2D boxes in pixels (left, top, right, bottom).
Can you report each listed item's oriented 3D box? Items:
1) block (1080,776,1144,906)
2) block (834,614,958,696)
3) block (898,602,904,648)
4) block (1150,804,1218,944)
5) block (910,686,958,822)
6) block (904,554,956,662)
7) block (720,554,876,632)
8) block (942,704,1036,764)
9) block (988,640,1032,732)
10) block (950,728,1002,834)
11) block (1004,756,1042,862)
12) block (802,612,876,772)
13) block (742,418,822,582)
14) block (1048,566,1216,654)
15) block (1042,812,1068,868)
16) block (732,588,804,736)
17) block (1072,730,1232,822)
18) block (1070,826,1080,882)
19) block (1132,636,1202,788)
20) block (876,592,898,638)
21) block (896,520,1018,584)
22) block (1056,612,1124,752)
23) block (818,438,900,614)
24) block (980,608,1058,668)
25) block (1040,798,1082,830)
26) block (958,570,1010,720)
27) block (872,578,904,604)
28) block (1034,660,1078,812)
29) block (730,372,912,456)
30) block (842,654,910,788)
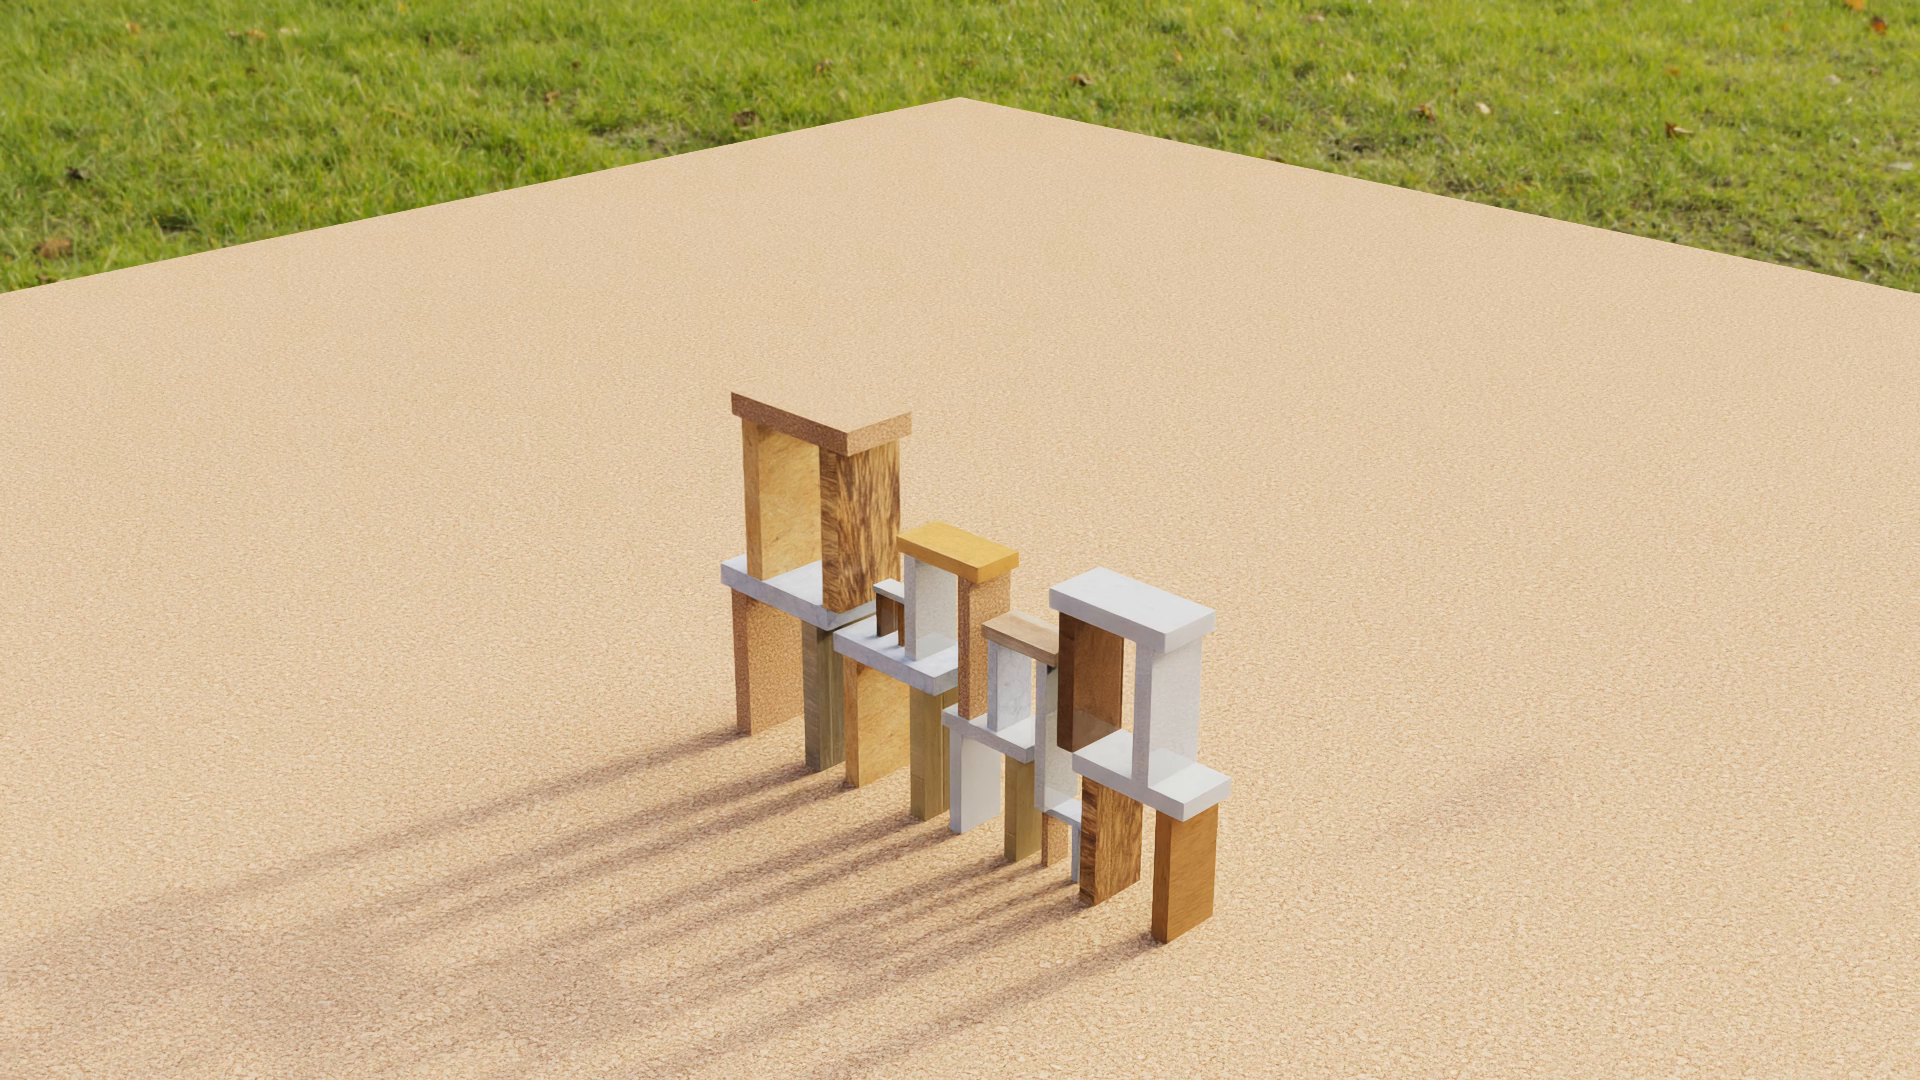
[{"bbox_3d":[0.286,0.543,4.139,0.038,0.266,0.133,21,31,41],"label":"block"},{"bbox_3d":[-0.102,0.226,4.426,0.292,0.041,0.146,21,31,41],"label":"block"},{"bbox_3d":[-0.102,0.162,4.402,0.014,0.095,0.048,21,31,41],"label":"block"},{"bbox_3d":[0.411,0.593,4.023,0.038,0.266,0.133,21,31,41],"label":"block"},{"bbox_3d":[-0.033,0.407,4.428,0.041,0.293,0.146,21,31,41],"label":"block"},{"bbox_3d":[-0.059,0.118,4.341,0.032,0.223,0.112,21,31,41],"label":"block"},{"bbox_3d":[-0.329,0.093,4.616,0.338,0.048,0.169,21,31,40],"label":"block"},{"bbox_3d":[0.084,0.364,4.281,0.113,0.032,0.227,-21,31,-41],"label":"block"},{"bbox_3d":[0.095,0.266,4.229,0.094,0.189,0.027,-21,31,-41],"label":"block"},{"bbox_3d":[0.031,0.462,4.381,0.032,0.227,0.113,21,31,41],"label":"block"},{"bbox_3d":[0.138,0.504,4.283,0.032,0.227,0.113,21,31,41],"label":"block"},{"bbox_3d":[-0.250,0.302,4.618,0.048,0.338,0.169,21,31,41],"label":"block"},{"bbox_3d":[-0.366,-0.105,4.576,0.049,0.347,0.174,21,31,40],"label":"block"},{"bbox_3d":[0.307,0.123,3.939,0.137,0.039,0.274,-21,31,-40],"label":"block"},{"bbox_3d":[0.184,0.571,4.266,0.017,0.117,0.058,21,31,41],"label":"block"},{"bbox_3d":[-0.408,0.239,4.764,0.169,0.337,0.048,-21,31,-41],"label":"block"},{"bbox_3d":[0.349,0.428,4.022,0.133,0.038,0.266,-21,31,-41],"label":"block"},{"bbox_3d":[0.240,0.592,4.215,0.017,0.117,0.058,21,31,41],"label":"block"},{"bbox_3d":[0.371,0.293,3.939,0.137,0.275,0.039,-21,31,-40],"label":"block"},{"bbox_3d":[-0.147,0.144,4.443,0.014,0.095,0.048,21,31,41],"label":"block"},{"bbox_3d":[-0.006,0.021,4.243,0.223,0.032,0.112,21,31,41],"label":"block"},{"bbox_3d":[0.242,0.242,4.060,0.137,0.274,0.039,-21,31,-40],"label":"block"},{"bbox_3d":[-0.200,-0.042,4.427,0.049,0.347,0.174,21,31,39],"label":"block"},{"bbox_3d":[0.140,0.184,4.146,0.189,0.027,0.094,21,31,41],"label":"block"},{"bbox_3d":[0.212,0.520,4.214,0.117,0.017,0.058,21,31,41],"label":"block"},{"bbox_3d":[0.047,0.194,4.259,0.112,0.298,0.032,-21,31,-41],"label":"block"},{"bbox_3d":[-0.125,0.103,4.401,0.048,0.014,0.095,-21,31,-41],"label":"block"},{"bbox_3d":[0.184,0.358,4.172,0.027,0.314,0.094,21,31,41],"label":"block"},{"bbox_3d":[-0.281,-0.256,4.425,0.347,0.049,0.174,21,31,40],"label":"block"},{"bbox_3d":[-0.171,0.353,4.555,0.041,0.293,0.146,21,31,41],"label":"block"}]
